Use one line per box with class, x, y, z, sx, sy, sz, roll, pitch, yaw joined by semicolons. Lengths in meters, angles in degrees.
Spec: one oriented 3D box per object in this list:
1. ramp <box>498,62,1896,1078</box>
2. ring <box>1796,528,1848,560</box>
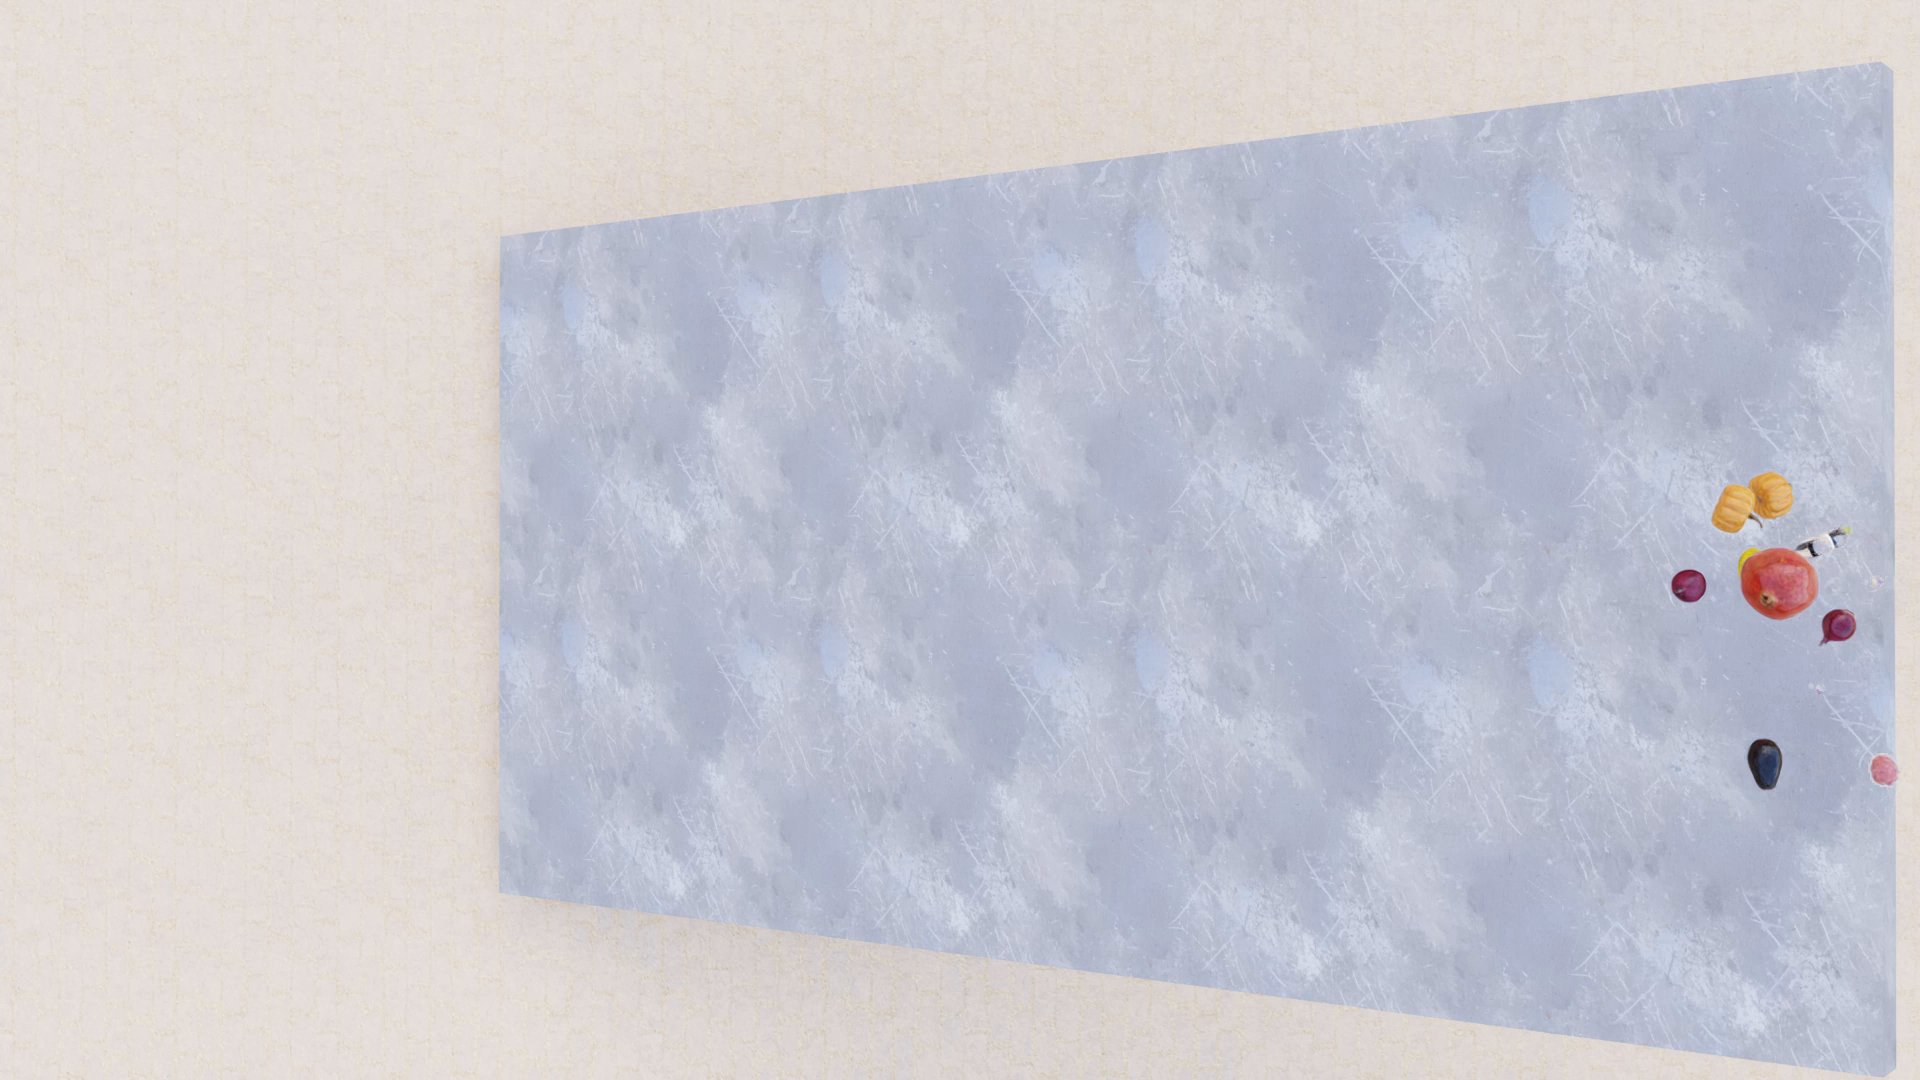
ramp;0.235;0.066;5.555;4.000;0.100;2.000;0;89;36
ring;1.332;0.006;3.400;0.080;0.080;0.027;-24;87;0
